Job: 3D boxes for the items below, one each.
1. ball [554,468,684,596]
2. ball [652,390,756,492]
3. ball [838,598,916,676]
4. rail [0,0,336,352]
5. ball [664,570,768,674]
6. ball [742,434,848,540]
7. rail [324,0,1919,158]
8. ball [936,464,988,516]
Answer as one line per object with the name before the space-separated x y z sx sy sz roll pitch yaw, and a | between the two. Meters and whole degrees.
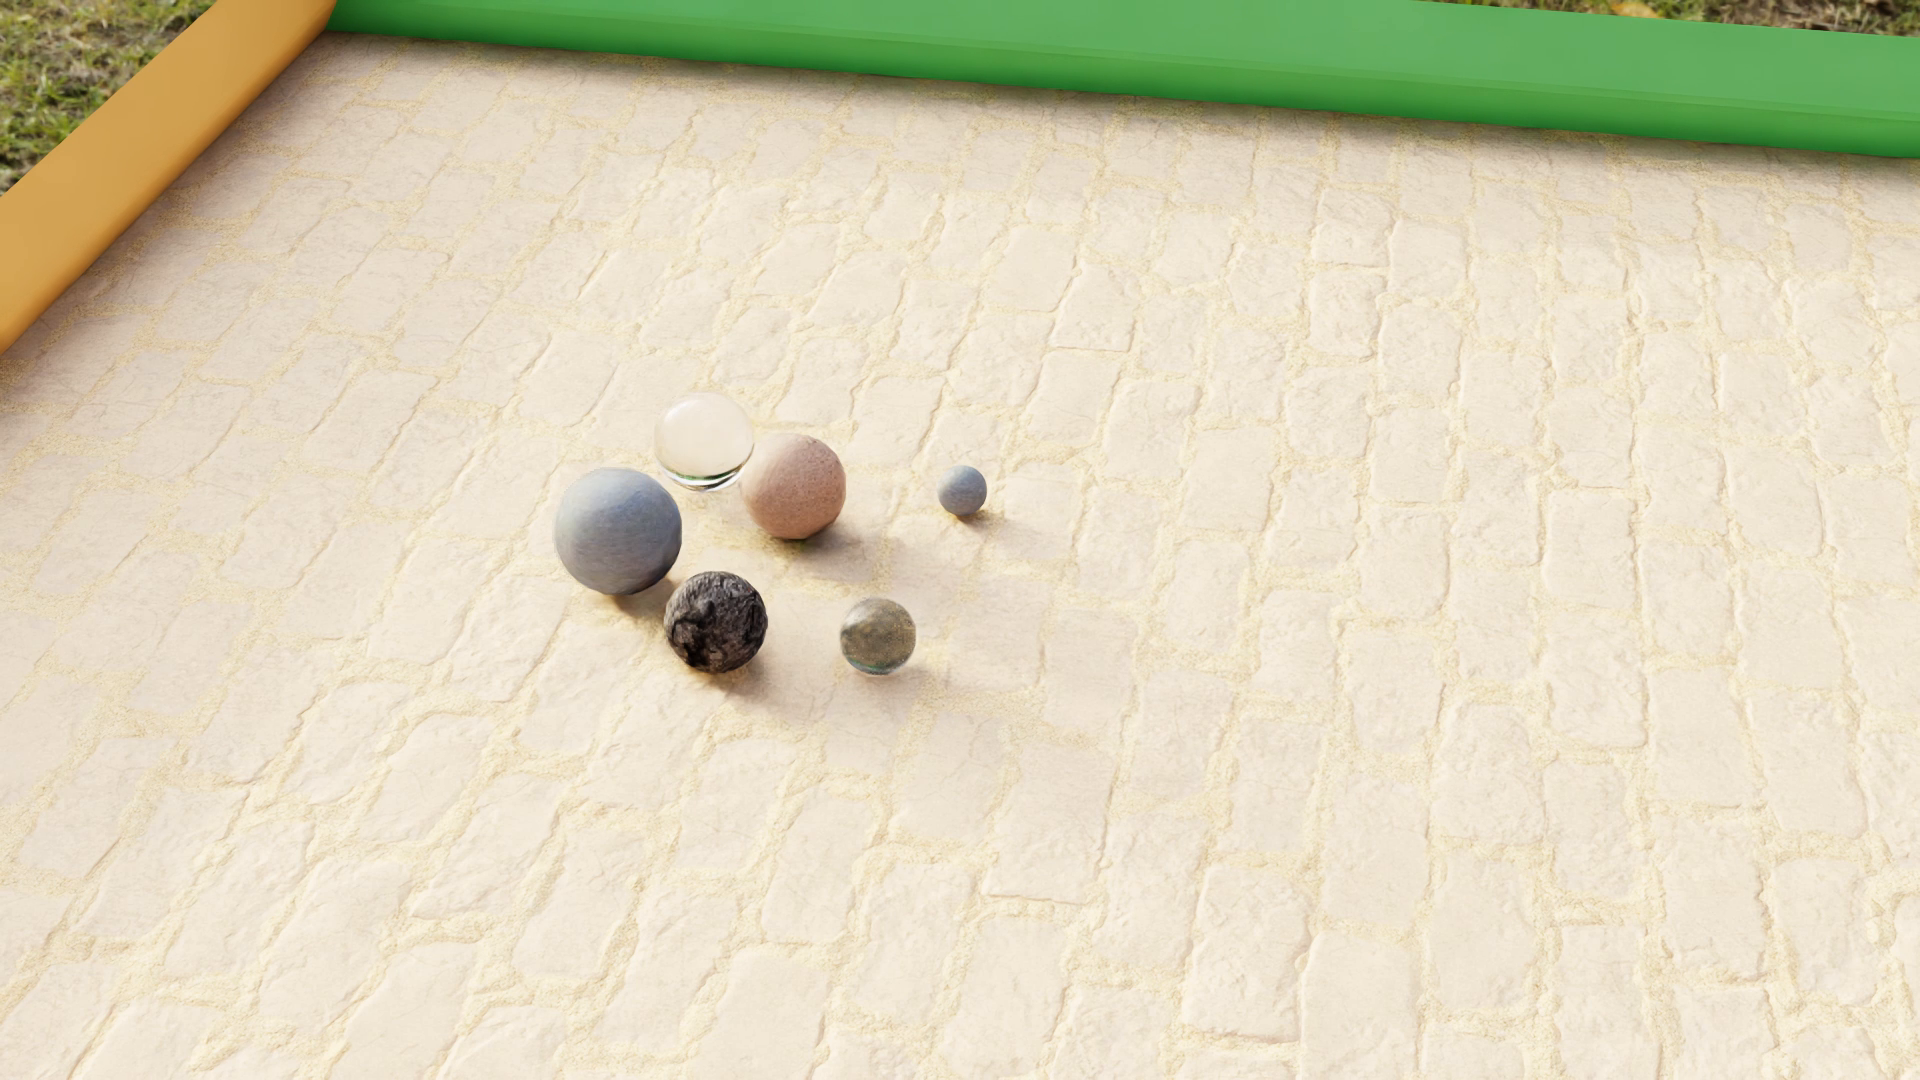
ball | -0.255 -0.006 1.919 0.096 0.096 0.096 0 34 0
ball | -0.203 -0.079 2.038 0.081 0.081 0.081 0 34 0
ball | -0.059 0.069 1.844 0.056 0.056 0.056 0 34 0
rail | -0.844 -0.117 2.054 0.045 0.124 1.778 6 35 9
ball | -0.175 0.059 1.844 0.074 0.074 0.074 0 34 0
ball | -0.128 -0.041 1.983 0.082 0.082 0.082 0 34 0
rail | 1.032 -0.410 2.481 3.535 0.124 0.045 6 35 9
ball | 0.002 -0.039 2.016 0.040 0.040 0.040 0 34 0
